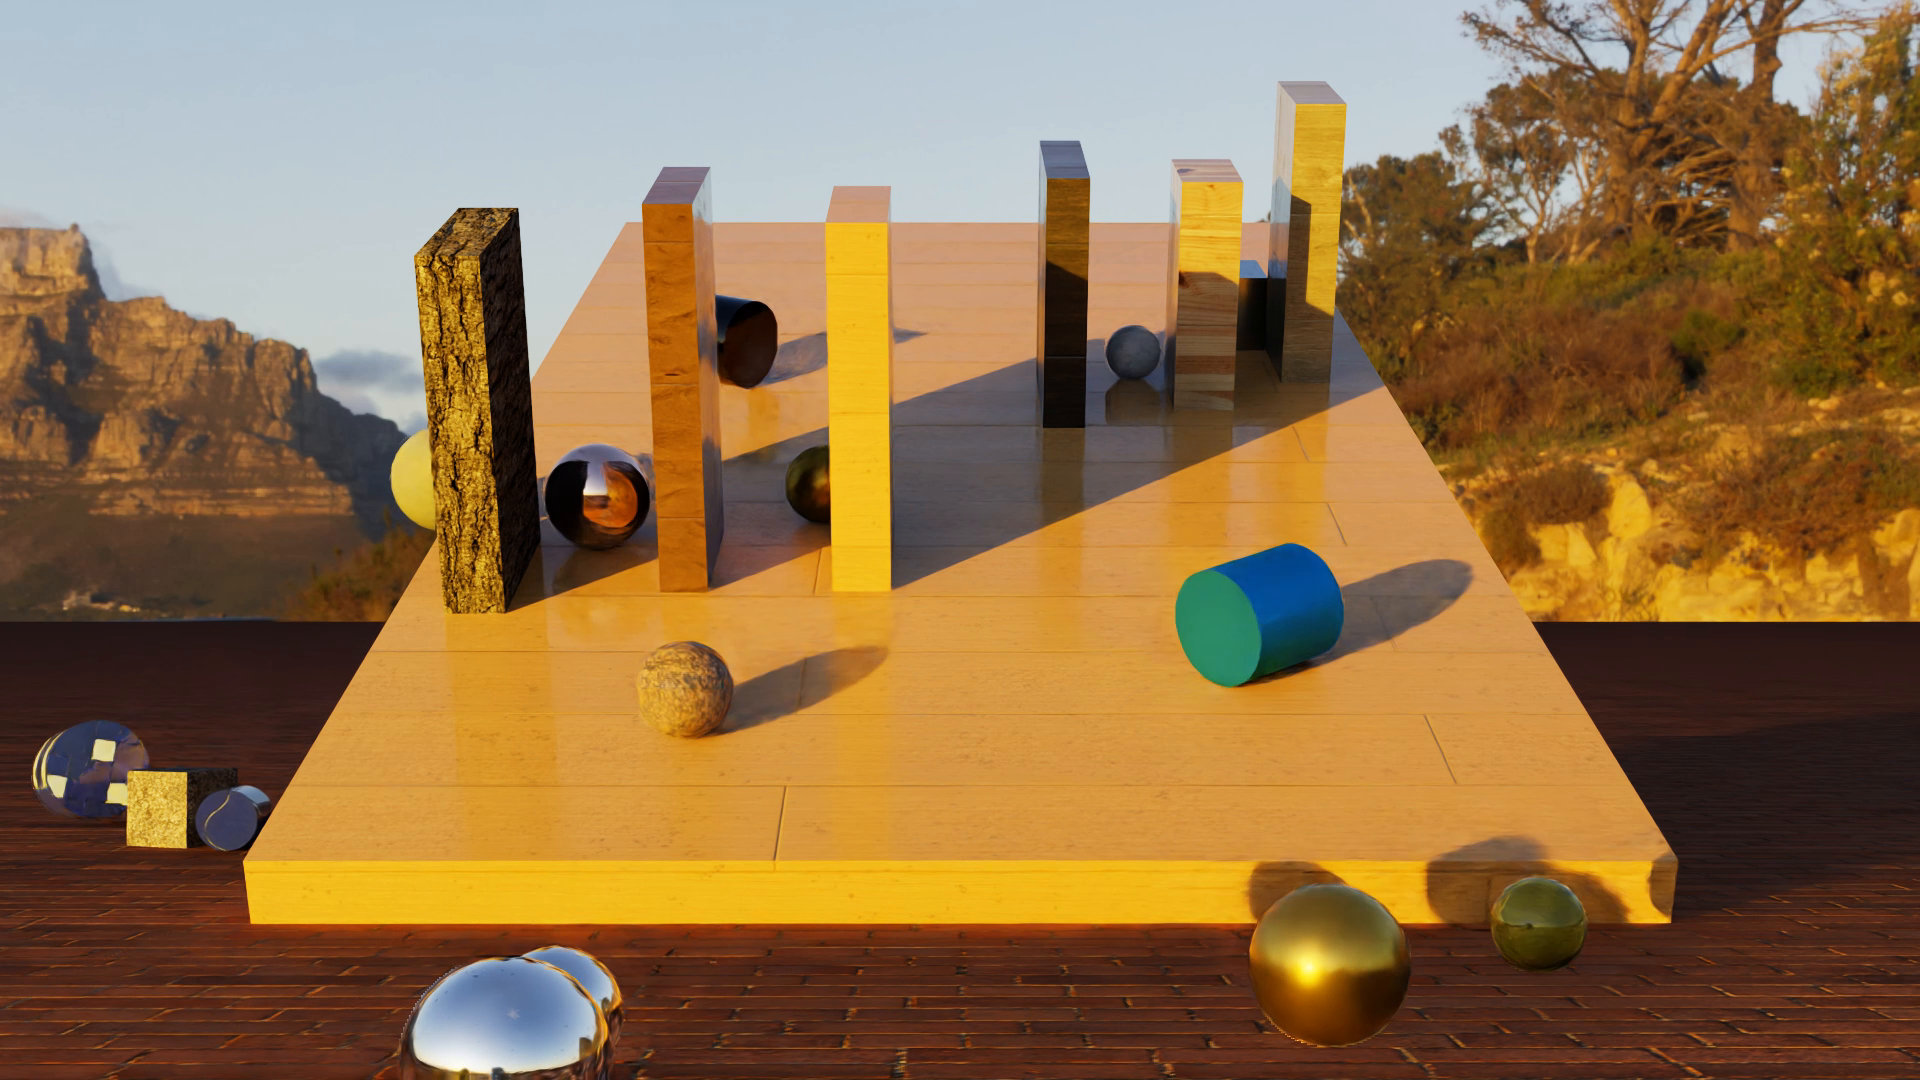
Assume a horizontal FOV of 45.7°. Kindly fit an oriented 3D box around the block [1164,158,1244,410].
[{"bbox_3d":[0.549,-0.581,5.165,0.134,0.519,0.257,0,21,0],"label":"block"}]

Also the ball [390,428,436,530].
[{"bbox_3d":[-0.991,-0.118,4.378,0.203,0.203,0.203,0,-2,0],"label":"ball"}]

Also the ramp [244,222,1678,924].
[{"bbox_3d":[-0.005,-0.212,5.061,2.000,0.100,4.000,0,21,0],"label":"ramp"}]

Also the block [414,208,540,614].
[{"bbox_3d":[-0.855,-0.237,4.070,0.108,0.643,0.372,0,21,0],"label":"block"}]

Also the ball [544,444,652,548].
[{"bbox_3d":[-0.683,-0.083,4.292,0.199,0.199,0.199,0,-2,0],"label":"ball"}]

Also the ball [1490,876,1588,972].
[{"bbox_3d":[0.706,0.469,2.776,0.115,0.115,0.115,0,-2,0],"label":"ball"}]

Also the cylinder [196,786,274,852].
[{"bbox_3d":[-1.353,0.518,4.249,0.113,0.113,0.113,0,-2,-2],"label":"cylinder"}]

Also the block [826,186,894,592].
[{"bbox_3d":[-0.178,-0.277,4.133,0.105,0.676,0.301,0,21,0],"label":"block"}]

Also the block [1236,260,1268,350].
[{"bbox_3d":[0.654,-0.583,5.647,0.182,0.182,0.182,-1,21,-2],"label":"block"}]

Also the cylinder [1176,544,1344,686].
[{"bbox_3d":[0.494,0.122,3.758,0.195,0.195,0.195,-16,8,-36],"label":"cylinder"}]

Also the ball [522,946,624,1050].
[{"bbox_3d":[-0.377,0.441,2.117,0.126,0.126,0.126,0,-2,0],"label":"ball"}]

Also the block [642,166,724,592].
[{"bbox_3d":[-0.497,-0.293,4.127,0.086,0.709,0.316,0,21,0],"label":"block"}]

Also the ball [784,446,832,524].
[{"bbox_3d":[-0.266,-0.108,4.428,0.151,0.151,0.151,0,-2,0],"label":"ball"}]

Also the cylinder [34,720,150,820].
[{"bbox_3d":[-1.813,0.481,4.750,0.201,0.201,0.201,1,-8,-29],"label":"cylinder"}]

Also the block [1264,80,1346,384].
[{"bbox_3d":[0.810,-0.728,5.368,0.114,0.652,0.314,0,21,0],"label":"block"}]

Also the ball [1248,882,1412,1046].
[{"bbox_3d":[0.374,0.429,2.306,0.163,0.163,0.163,0,-2,0],"label":"ball"}]

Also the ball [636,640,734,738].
[{"bbox_3d":[-0.427,0.231,3.527,0.152,0.152,0.152,0,-2,0],"label":"ball"}]

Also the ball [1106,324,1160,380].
[{"bbox_3d":[0.407,-0.441,5.346,0.129,0.129,0.129,0,-2,0],"label":"ball"}]

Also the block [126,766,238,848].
[{"bbox_3d":[-1.480,0.507,4.334,0.141,0.141,0.141,-1,-2,22],"label":"block"}]

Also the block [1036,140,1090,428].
[{"bbox_3d":[0.229,-0.581,5.113,0.092,0.554,0.427,0,21,0],"label":"block"}]

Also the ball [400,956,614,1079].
[{"bbox_3d":[-0.356,0.411,1.792,0.165,0.165,0.165,0,-2,0],"label":"ball"}]

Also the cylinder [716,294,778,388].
[{"bbox_3d":[-0.567,-0.470,5.308,0.204,0.204,0.204,13,5,31],"label":"cylinder"}]
